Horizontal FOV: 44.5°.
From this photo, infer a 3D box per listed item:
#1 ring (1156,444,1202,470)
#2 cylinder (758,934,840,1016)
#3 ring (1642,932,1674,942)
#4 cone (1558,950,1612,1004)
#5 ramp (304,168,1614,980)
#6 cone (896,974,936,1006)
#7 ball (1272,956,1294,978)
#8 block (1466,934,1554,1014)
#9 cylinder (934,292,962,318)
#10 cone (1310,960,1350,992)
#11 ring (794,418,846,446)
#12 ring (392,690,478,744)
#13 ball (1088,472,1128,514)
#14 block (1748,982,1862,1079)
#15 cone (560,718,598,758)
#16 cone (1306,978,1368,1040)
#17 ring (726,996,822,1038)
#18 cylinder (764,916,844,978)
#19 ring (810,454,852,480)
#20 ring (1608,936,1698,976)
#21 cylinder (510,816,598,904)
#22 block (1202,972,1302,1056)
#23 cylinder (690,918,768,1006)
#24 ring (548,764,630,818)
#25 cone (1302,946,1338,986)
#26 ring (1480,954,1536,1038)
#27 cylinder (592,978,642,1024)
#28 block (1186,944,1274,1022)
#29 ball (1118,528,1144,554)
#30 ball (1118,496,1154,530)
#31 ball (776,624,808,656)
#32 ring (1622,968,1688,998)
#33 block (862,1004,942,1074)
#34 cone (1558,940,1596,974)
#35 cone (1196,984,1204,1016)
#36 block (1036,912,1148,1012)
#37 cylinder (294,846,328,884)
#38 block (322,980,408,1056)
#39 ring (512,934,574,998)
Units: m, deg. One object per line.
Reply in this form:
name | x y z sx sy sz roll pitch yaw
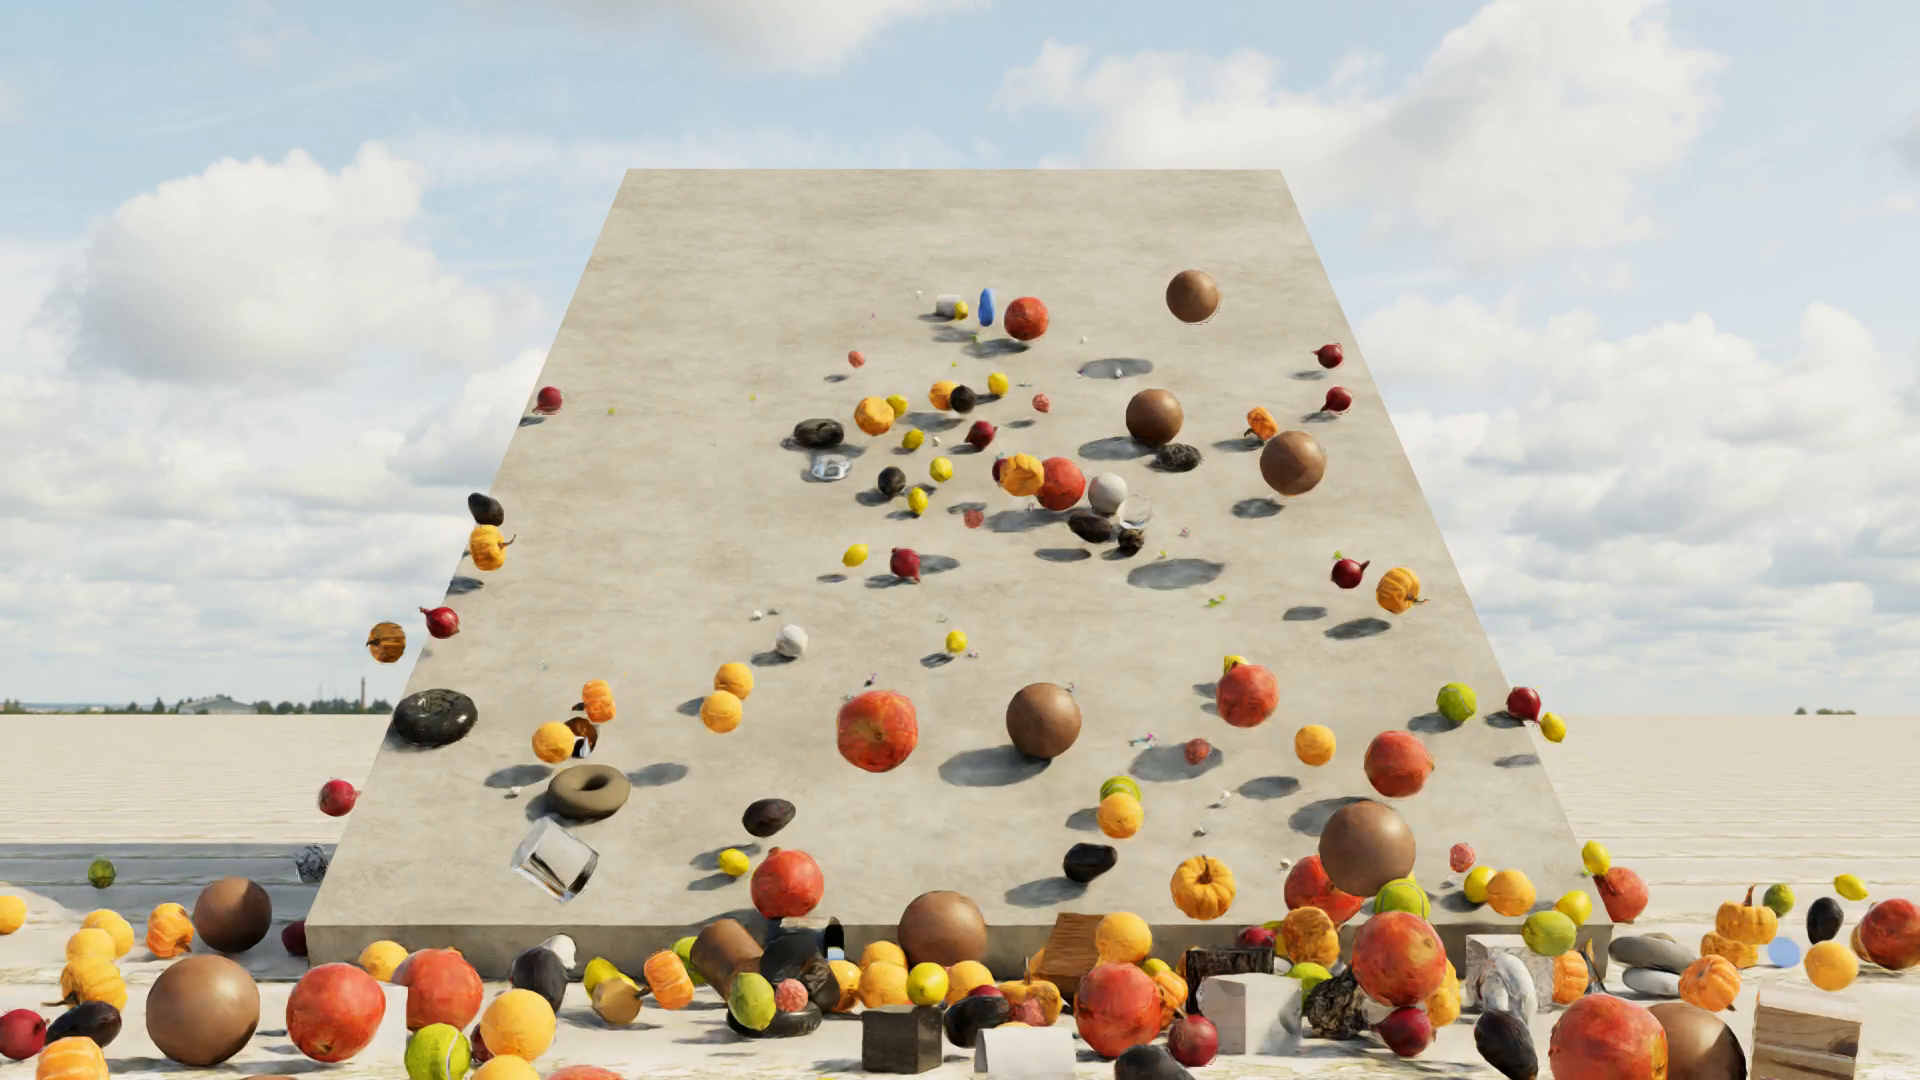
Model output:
ring | 0.482 -0.184 5.168 0.098 0.033 0.098 0 24 0
cylinder | -0.213 0.583 3.126 0.083 0.083 0.083 -2 -46 27
ring | 1.128 0.669 3.849 0.087 0.029 0.087 -17 8 2
cone | 0.892 0.620 3.355 0.076 0.076 0.076 0 -4 0
ramp | -0.009 -0.229 5.414 2.000 0.100 4.000 0 26 0
cone | -0.054 0.638 3.252 0.058 0.058 0.058 -1 -31 15
ball | 0.458 0.634 3.414 0.056 0.056 0.056 0 -4 0
block | 0.759 0.601 3.250 0.093 0.093 0.093 0 1 -6
cylinder | -0.031 -0.599 6.006 0.055 0.055 0.055 -15 -8 16
cone | 0.512 0.591 3.184 0.062 0.062 0.062 7 32 -5
ring | -0.315 -0.241 5.278 0.116 0.039 0.116 1 24 0
ring | -0.919 0.309 4.112 0.147 0.049 0.147 1 25 -1
ball | 0.310 -0.099 4.929 0.085 0.085 0.085 0 -4 0
block | 0.814 0.490 2.271 0.091 0.091 0.091 7 6 18
cone | -0.649 0.340 4.068 0.068 0.068 0.068 -1 -2 11
cone | 0.490 0.616 3.017 0.083 0.083 0.083 -1 -31 15
ring | -0.240 0.615 3.031 0.123 0.041 0.123 1 -4 0
cylinder | -0.228 0.601 3.454 0.092 0.092 0.092 -3 -5 16
ring | -0.280 -0.160 5.115 0.093 0.031 0.093 -1 25 1
ring | 1.011 0.608 3.429 0.126 0.042 0.126 12 -15 3
cylinder | -0.601 0.475 3.484 0.093 0.093 0.093 40 -20 -19
block | 0.359 0.581 2.885 0.086 0.086 0.086 2 -5 -31
cylinder | -0.319 0.594 3.303 0.088 0.088 0.088 4 26 -45
ring | -0.615 0.416 3.894 0.135 0.045 0.135 1 24 0
cone | 0.500 0.615 3.328 0.057 0.057 0.057 -5 28 50
ring | 0.639 0.531 2.740 0.033 0.098 0.098 -5 -3 -16
cylinder | -0.457 0.614 3.126 0.055 0.055 0.055 2 -4 -21
block | 0.365 0.599 3.174 0.092 0.092 0.092 -2 -5 25
ball | 0.346 0.001 4.756 0.052 0.052 0.052 0 -4 0
ball | 0.362 -0.055 4.847 0.075 0.075 0.075 0 -4 0
ball | -0.312 0.187 4.356 0.059 0.059 0.059 0 -4 0
ring | 1.008 0.641 3.406 0.094 0.031 0.094 11 -9 2
block | -0.067 0.579 2.727 0.069 0.069 0.069 -2 -4 23
cone | 0.910 0.607 3.423 0.059 0.059 0.059 18 -1 0
cone | 0.353 0.571 2.970 0.078 0.078 0.078 3 -38 -33
block | 0.183 0.585 3.254 0.096 0.096 0.096 -3 -40 40
cylinder | -1.545 0.774 5.596 0.065 0.065 0.065 -4 32 3
block | -0.731 0.586 2.882 0.077 0.077 0.077 3 -5 -37
ring | -0.606 0.621 3.419 0.037 0.111 0.111 47 -20 -14
